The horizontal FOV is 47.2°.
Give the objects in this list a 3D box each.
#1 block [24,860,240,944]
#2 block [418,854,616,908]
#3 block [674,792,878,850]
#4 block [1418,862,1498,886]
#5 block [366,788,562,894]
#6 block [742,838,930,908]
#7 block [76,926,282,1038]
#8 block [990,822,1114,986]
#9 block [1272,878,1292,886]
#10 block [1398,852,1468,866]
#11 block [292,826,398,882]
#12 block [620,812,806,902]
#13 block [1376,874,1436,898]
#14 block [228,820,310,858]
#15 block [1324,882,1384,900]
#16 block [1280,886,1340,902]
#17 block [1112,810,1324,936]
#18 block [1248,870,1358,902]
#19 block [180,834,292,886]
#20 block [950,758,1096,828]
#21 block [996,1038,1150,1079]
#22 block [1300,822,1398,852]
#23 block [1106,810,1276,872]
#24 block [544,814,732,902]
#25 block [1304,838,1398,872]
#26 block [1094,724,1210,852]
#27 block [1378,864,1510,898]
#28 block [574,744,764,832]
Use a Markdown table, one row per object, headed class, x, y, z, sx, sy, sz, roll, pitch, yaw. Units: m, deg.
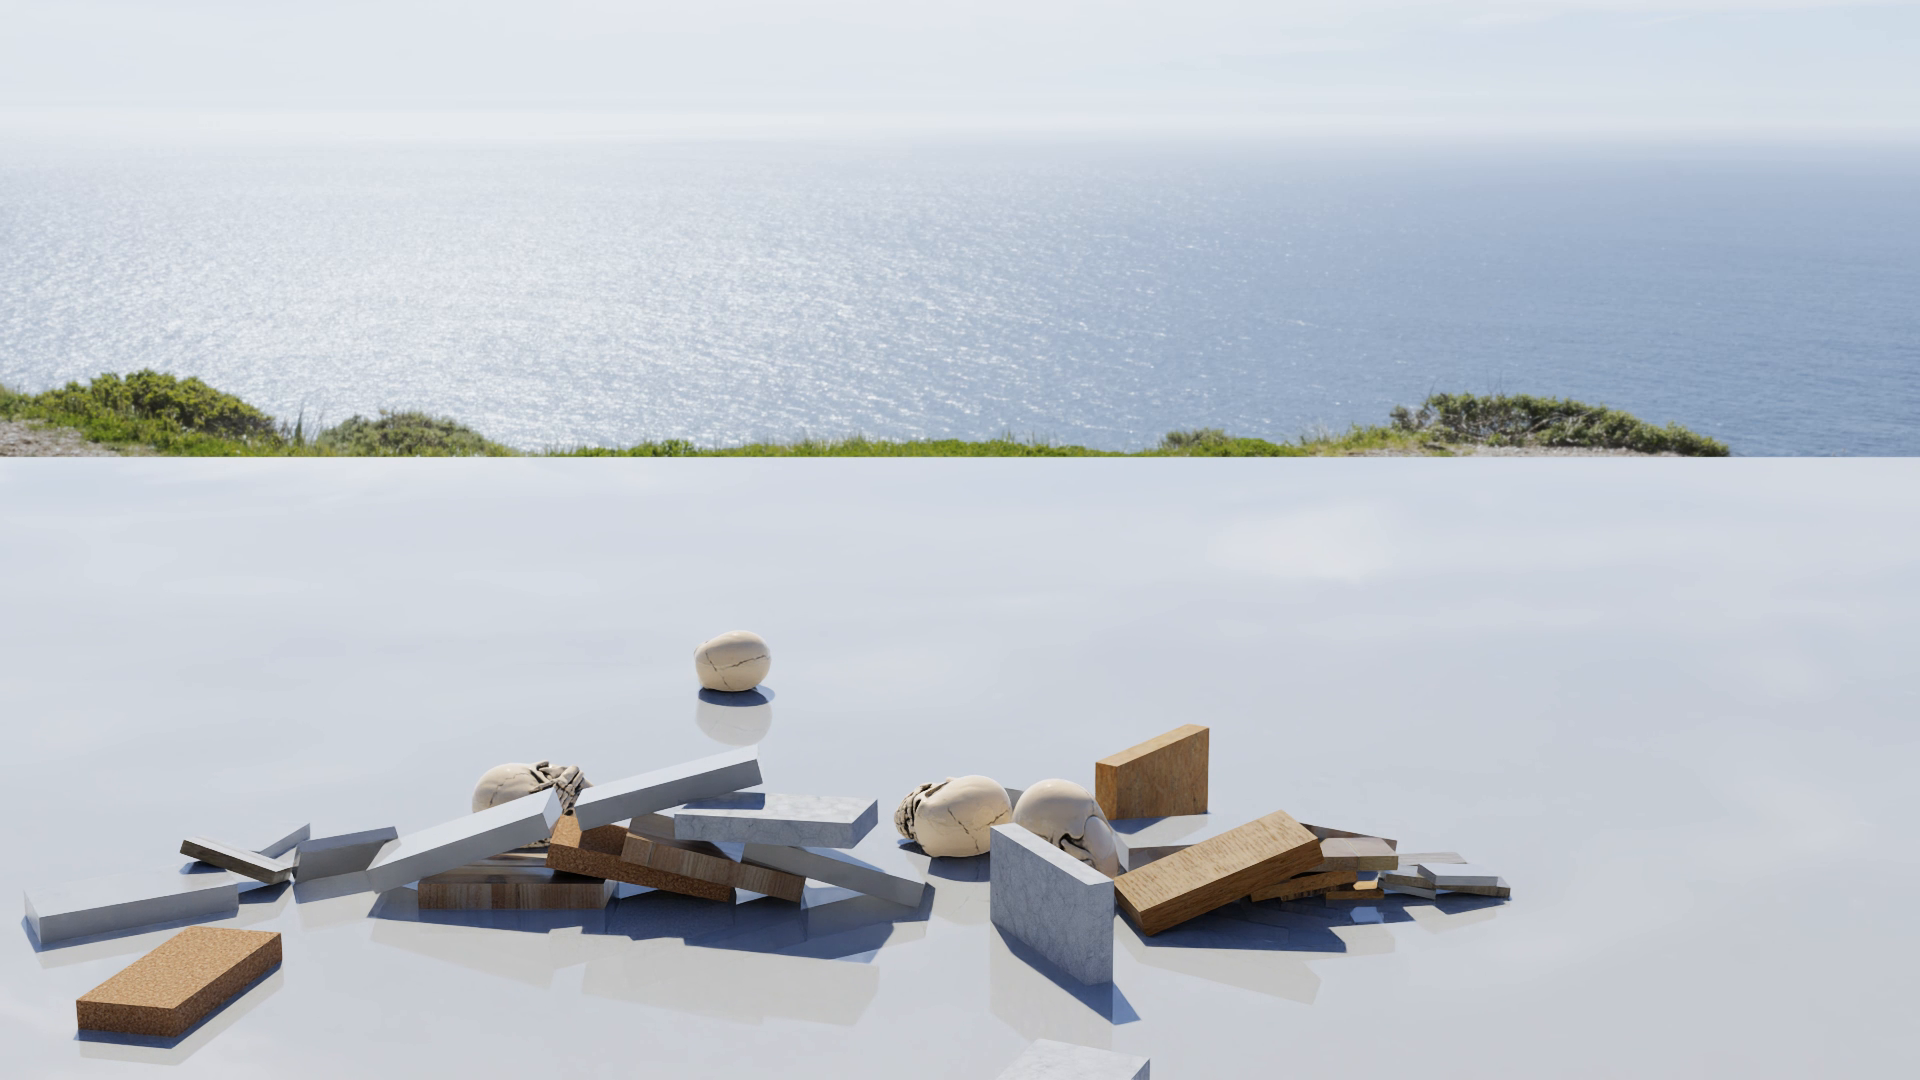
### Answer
| class | x | y | z | sx | sy | sz | roll | pitch | yaw |
| --- | --- | --- | --- | --- | --- | --- | --- | --- | --- |
| block | -1.348 | 0.585 | 3.580 | 0.303 | 0.043 | 0.152 | -6 | 12 | -31 |
| block | -0.733 | 0.568 | 3.668 | 0.304 | 0.043 | 0.152 | 0 | 11 | 0 |
| block | -0.299 | 0.456 | 3.599 | 0.300 | 0.042 | 0.150 | 1 | 9 | 14 |
| block | 0.827 | 0.556 | 3.655 | 0.118 | 0.017 | 0.059 | 4 | 11 | -20 |
| block | -0.826 | 0.501 | 3.680 | 0.304 | 0.043 | 0.152 | -18 | 10 | 0 |
| block | -0.203 | 0.530 | 3.657 | 0.300 | 0.042 | 0.150 | 15 | 9 | 1 |
| block | -1.145 | 0.647 | 3.243 | 0.152 | 0.043 | 0.303 | 2 | 11 | 11 |
| block | 0.139 | 0.559 | 3.406 | 0.044 | 0.157 | 0.313 | -5 | 12 | -26 |
| block | 0.454 | 0.556 | 3.648 | 0.177 | 0.025 | 0.089 | -10 | 11 | 3 |
| block | 0.809 | 0.558 | 3.797 | 0.118 | 0.017 | 0.059 | -1 | 11 | -7 |
| block | -1.047 | 0.535 | 3.745 | 0.166 | 0.083 | 0.023 | -6 | 50 | -31 |
| block | -0.404 | 0.522 | 3.644 | 0.300 | 0.042 | 0.150 | 14 | 9 | -5 |
| block | 0.745 | 0.576 | 3.668 | 0.096 | 0.014 | 0.048 | 10 | 10 | 10 |
| block | -1.233 | 0.535 | 3.901 | 0.083 | 0.023 | 0.166 | 3 | 11 | 13 |
| block | 0.653 | 0.584 | 3.665 | 0.096 | 0.014 | 0.048 | 0 | 11 | -2 |
| block | 0.577 | 0.577 | 3.655 | 0.096 | 0.014 | 0.048 | -11 | 11 | -2 |
| block | 0.416 | 0.537 | 3.566 | 0.313 | 0.044 | 0.157 | -21 | 14 | -9 |
| block | 0.563 | 0.558 | 3.661 | 0.177 | 0.025 | 0.089 | -11 | 11 | -1 |
| block | -1.217 | 0.538 | 3.703 | 0.166 | 0.023 | 0.083 | 18 | -1 | 3 |
| block | 0.157 | 0.476 | 4.159 | 0.319 | 0.045 | 0.160 | 7 | 12 | 32 |
| block | 0.113 | 0.728 | 2.802 | 0.160 | 0.045 | 0.320 | 5 | 12 | 24 |
| block | 0.650 | 0.509 | 3.787 | 0.070 | 0.020 | 0.296 | 7 | -7 | 41 |
| block | 0.424 | 0.521 | 3.808 | 0.313 | 0.044 | 0.157 | -2 | 11 | -10 |
| block | -0.531 | 0.532 | 3.682 | 0.304 | 0.043 | 0.152 | 12 | 9 | -6 |
| block | 0.624 | 0.520 | 3.635 | 0.177 | 0.025 | 0.089 | 1 | 12 | -9 |
| block | 0.351 | 0.448 | 3.995 | 0.045 | 0.160 | 0.320 | 8 | 13 | 36 |
| block | 0.807 | 0.567 | 3.672 | 0.210 | 0.017 | 0.059 | 7 | 10 | -3 |
| block | -0.485 | 0.414 | 3.693 | 0.308 | 0.043 | 0.152 | -14 | 5 | -3 |
